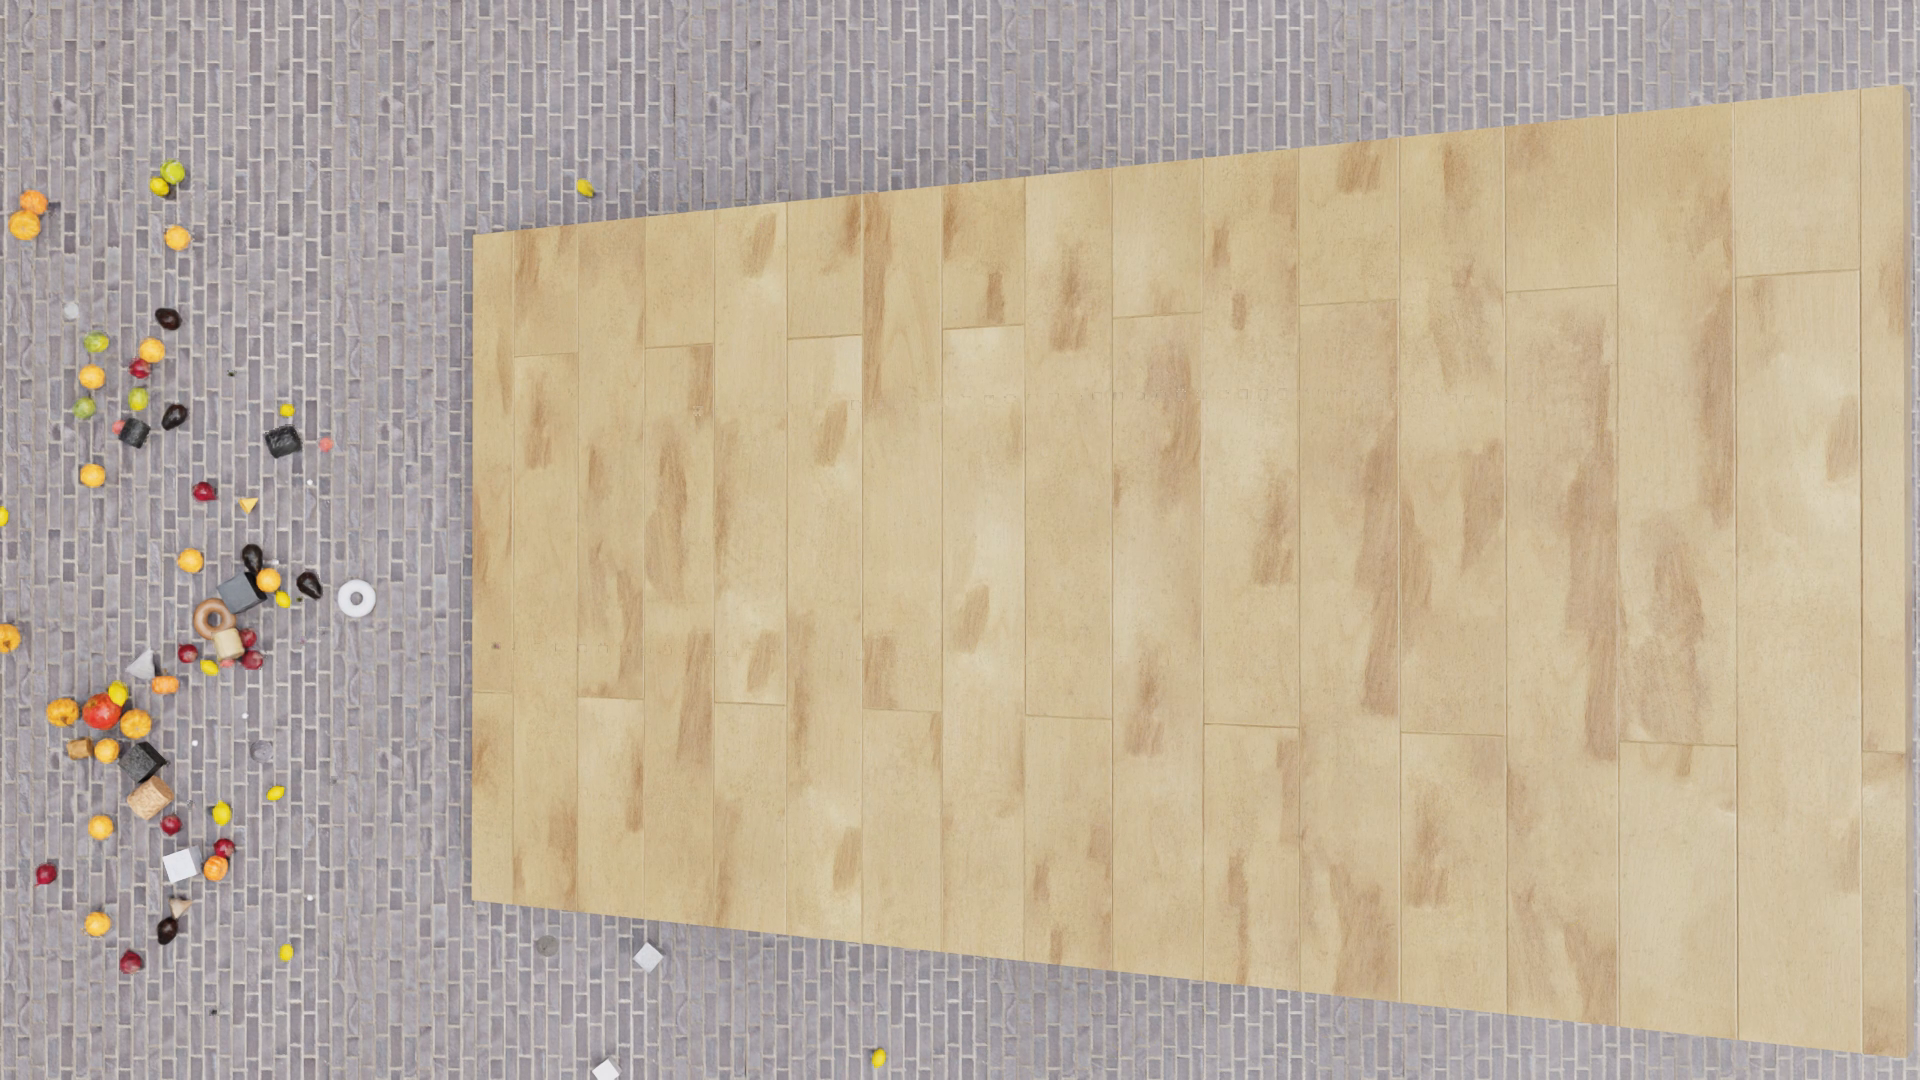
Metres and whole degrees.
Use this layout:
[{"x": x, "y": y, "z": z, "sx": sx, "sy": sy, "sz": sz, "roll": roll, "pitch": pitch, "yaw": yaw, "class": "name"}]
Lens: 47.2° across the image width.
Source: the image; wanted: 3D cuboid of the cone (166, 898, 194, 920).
[{"x": -2.358, "y": 1.107, "z": 6.673, "sx": 0.072, "sy": 0.072, "sz": 0.072, "roll": -20, "pitch": 89, "yaw": -27, "class": "cone"}]

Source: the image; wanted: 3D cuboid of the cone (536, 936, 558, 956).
[{"x": -1.254, "y": 1.235, "z": 6.654, "sx": 0.066, "sy": 0.066, "sz": 0.066, "roll": 0, "pitch": 89, "yaw": 0, "class": "cone"}]

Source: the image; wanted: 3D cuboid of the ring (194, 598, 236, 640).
[{"x": -2.262, "y": 0.241, "z": 6.675, "sx": 0.131, "sy": 0.044, "sz": 0.131, "roll": 0, "pitch": 91, "yaw": 0, "class": "ring"}]

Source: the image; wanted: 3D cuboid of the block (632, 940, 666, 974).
[{"x": -0.939, "y": 1.258, "z": 6.654, "sx": 0.067, "sy": 0.067, "sz": 0.067, "roll": 41, "pitch": 90, "yaw": 0, "class": "block"}]

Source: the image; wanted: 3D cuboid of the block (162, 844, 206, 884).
[{"x": -2.345, "y": 0.979, "z": 6.649, "sx": 0.083, "sy": 0.083, "sz": 0.083, "roll": -19, "pitch": 90, "yaw": 0, "class": "block"}]

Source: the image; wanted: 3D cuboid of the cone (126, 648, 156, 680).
[{"x": -2.471, "y": 0.364, "z": 6.676, "sx": 0.089, "sy": 0.089, "sz": 0.089, "roll": 11, "pitch": 63, "yaw": 0, "class": "cone"}]

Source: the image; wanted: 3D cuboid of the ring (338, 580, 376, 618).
[{"x": -1.832, "y": 0.177, "z": 6.678, "sx": 0.116, "sy": 0.039, "sz": 0.116, "roll": 0, "pitch": 90, "yaw": -1, "class": "ring"}]

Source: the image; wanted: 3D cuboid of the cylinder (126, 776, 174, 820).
[{"x": -2.446, "y": 0.779, "z": 6.644, "sx": 0.095, "sy": 0.095, "sz": 0.095, "roll": -40, "pitch": 90, "yaw": 0, "class": "cylinder"}]

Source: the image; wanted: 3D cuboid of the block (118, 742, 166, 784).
[{"x": -2.474, "y": 0.672, "z": 6.650, "sx": 0.085, "sy": 0.085, "sz": 0.085, "roll": -45, "pitch": 90, "yaw": 0, "class": "block"}]

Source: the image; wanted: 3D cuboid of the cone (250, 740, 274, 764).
[{"x": -2.126, "y": 0.643, "z": 6.657, "sx": 0.071, "sy": 0.071, "sz": 0.071, "roll": 0, "pitch": 89, "yaw": 0, "class": "cone"}]

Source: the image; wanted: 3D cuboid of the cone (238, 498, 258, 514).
[{"x": -2.155, "y": -0.114, "z": 6.688, "sx": 0.054, "sy": 0.054, "sz": 0.054, "roll": -36, "pitch": 90, "yaw": -28, "class": "cone"}]

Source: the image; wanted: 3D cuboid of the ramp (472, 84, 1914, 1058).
[{"x": 0.263, "y": 0.072, "z": 5.607, "sx": 4.000, "sy": 0.100, "sz": 2.000, "roll": 0, "pitch": 89, "yaw": 32, "class": "ramp"}]

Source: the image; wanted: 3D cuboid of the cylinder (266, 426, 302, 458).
[{"x": -2.049, "y": -0.296, "z": 6.663, "sx": 0.078, "sy": 0.078, "sz": 0.078, "roll": -22, "pitch": 90, "yaw": 0, "class": "cylinder"}]

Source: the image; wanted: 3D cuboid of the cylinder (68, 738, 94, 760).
[{"x": -2.664, "y": 0.633, "z": 6.664, "sx": 0.058, "sy": 0.058, "sz": 0.058, "roll": -12, "pitch": 89, "yaw": 0, "class": "cylinder"}]

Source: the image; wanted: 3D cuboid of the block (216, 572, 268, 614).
[{"x": -2.171, "y": 0.160, "z": 6.650, "sx": 0.094, "sy": 0.094, "sz": 0.094, "roll": -29, "pitch": 90, "yaw": 0, "class": "block"}]

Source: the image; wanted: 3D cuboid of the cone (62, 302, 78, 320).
[{"x": -2.713, "y": -0.699, "z": 6.679, "sx": 0.052, "sy": 0.052, "sz": 0.052, "roll": 0, "pitch": 89, "yaw": 0, "class": "cone"}]

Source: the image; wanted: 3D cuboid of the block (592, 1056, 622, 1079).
[{"x": -1.068, "y": 1.606, "z": 6.655, "sx": 0.059, "sy": 0.059, "sz": 0.059, "roll": -37, "pitch": 90, "yaw": 0, "class": "block"}]

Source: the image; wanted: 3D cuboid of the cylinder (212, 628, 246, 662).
[{"x": -2.200, "y": 0.316, "z": 6.616, "sx": 0.076, "sy": 0.076, "sz": 0.076, "roll": -21, "pitch": 83, "yaw": 0, "class": "cylinder"}]
